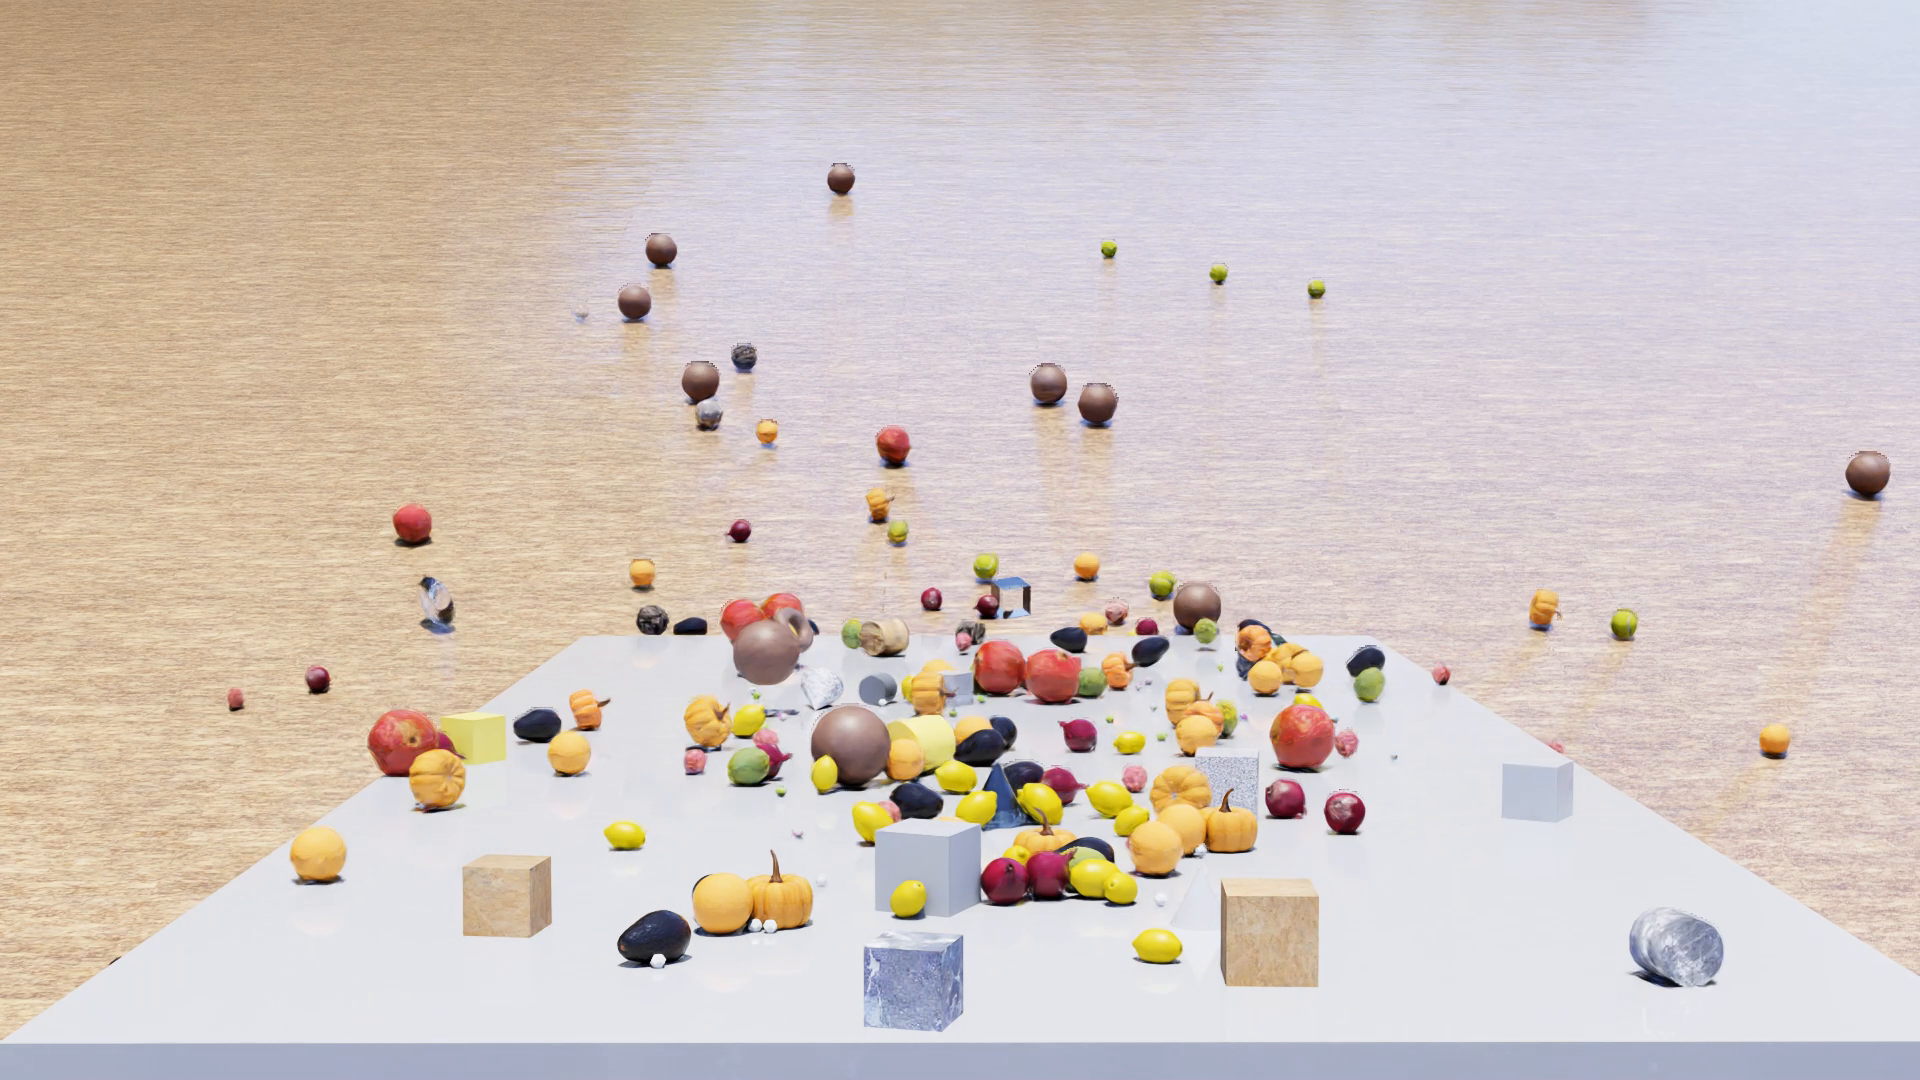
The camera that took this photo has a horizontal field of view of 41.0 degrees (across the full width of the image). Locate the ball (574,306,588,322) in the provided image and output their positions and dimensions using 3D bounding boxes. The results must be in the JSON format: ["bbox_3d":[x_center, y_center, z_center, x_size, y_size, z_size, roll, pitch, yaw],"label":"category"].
[{"bbox_3d":[-1.447,-0.864,9.794,0.058,0.058,0.058,0,20,0],"label":"ball"}]

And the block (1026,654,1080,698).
[{"bbox_3d":[0.193,0.281,5.301,0.080,0.080,0.080,-2,4,-33],"label":"block"}]

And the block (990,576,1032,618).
[{"bbox_3d":[0.137,0.155,6.934,0.082,0.082,0.082,-9,22,-23],"label":"block"}]

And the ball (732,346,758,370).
[{"bbox_3d":[-0.769,-0.650,9.155,0.090,0.090,0.090,0,20,0],"label":"ball"}]

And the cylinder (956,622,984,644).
[{"bbox_3d":[0.025,0.229,6.317,0.054,0.054,0.054,2,19,28],"label":"cylinder"}]

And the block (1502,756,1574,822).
[{"bbox_3d":[0.863,0.372,3.834,0.083,0.083,0.083,2,4,30],"label":"block"}]

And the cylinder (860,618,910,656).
[{"bbox_3d":[-0.177,0.228,6.045,0.083,0.083,0.083,-6,19,-42],"label":"cylinder"}]

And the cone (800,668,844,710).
[{"bbox_3d":[-0.280,0.314,5.096,0.088,0.088,0.088,2,30,6],"label":"cone"}]

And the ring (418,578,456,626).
[{"bbox_3d":[-1.393,0.163,6.830,0.048,0.143,0.143,-30,33,-30],"label":"ring"}]

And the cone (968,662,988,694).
[{"bbox_3d":[0.029,0.285,5.351,0.066,0.066,0.066,0,4,0],"label":"cone"}]

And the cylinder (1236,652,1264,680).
[{"bbox_3d":[0.632,0.274,5.603,0.055,0.055,0.055,5,5,13],"label":"cylinder"}]

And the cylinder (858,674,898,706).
[{"bbox_3d":[-0.165,0.300,5.168,0.059,0.059,0.059,8,7,22],"label":"cylinder"}]

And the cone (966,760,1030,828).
[{"bbox_3d":[0.054,0.370,3.777,0.095,0.095,0.095,0,4,0],"label":"cone"}]

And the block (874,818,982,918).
[{"bbox_3d":[-0.039,0.405,3.182,0.100,0.100,0.100,2,4,24],"label":"block"}]

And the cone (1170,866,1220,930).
[{"bbox_3d":[0.288,0.425,3.078,0.072,0.072,0.072,0,4,0],"label":"cone"}]

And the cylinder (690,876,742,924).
[{"bbox_3d":[-0.294,0.434,3.098,0.053,0.053,0.053,-6,1,-17],"label":"cylinder"}]

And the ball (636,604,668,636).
[{"bbox_3d":[-0.798,0.210,6.656,0.084,0.084,0.084,0,20,0],"label":"ball"}]

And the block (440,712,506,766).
[{"bbox_3d":[-0.834,0.340,4.399,0.077,0.077,0.077,3,4,36],"label":"block"}]

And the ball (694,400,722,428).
[{"bbox_3d":[-0.833,-0.420,8.514,0.092,0.092,0.092,0,20,0],"label":"ball"}]

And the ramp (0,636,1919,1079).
[{"bbox_3d":[0.046,0.420,4.534,2.000,0.100,4.000,0,4,0],"label":"ramp"}]

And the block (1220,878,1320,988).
[{"bbox_3d":[0.338,0.429,2.810,0.099,0.099,0.099,0,4,2],"label":"block"}]

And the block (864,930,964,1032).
[{"bbox_3d":[-0.047,0.449,2.621,0.082,0.082,0.082,1,4,16],"label":"block"}]

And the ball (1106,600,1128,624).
[{"bbox_3d":[0.419,0.191,6.865,0.061,0.061,0.061,0,20,0],"label":"ball"}]

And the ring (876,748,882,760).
[{"bbox_3d":[-0.084,0.360,4.379,0.117,0.039,0.117,1,5,0],"label":"ring"}]

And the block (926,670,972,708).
[{"bbox_3d":[-0.021,0.298,5.138,0.066,0.066,0.066,2,4,34],"label":"block"}]

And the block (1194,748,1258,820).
[{"bbox_3d":[0.401,0.365,3.861,0.093,0.093,0.093,0,4,8],"label":"block"}]

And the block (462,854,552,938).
[{"bbox_3d":[-0.538,0.423,3.051,0.082,0.082,0.082,1,4,9],"label":"block"}]

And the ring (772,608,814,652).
[{"bbox_3d":[-0.376,0.204,5.797,0.038,0.113,0.113,-32,3,30],"label":"ring"}]
